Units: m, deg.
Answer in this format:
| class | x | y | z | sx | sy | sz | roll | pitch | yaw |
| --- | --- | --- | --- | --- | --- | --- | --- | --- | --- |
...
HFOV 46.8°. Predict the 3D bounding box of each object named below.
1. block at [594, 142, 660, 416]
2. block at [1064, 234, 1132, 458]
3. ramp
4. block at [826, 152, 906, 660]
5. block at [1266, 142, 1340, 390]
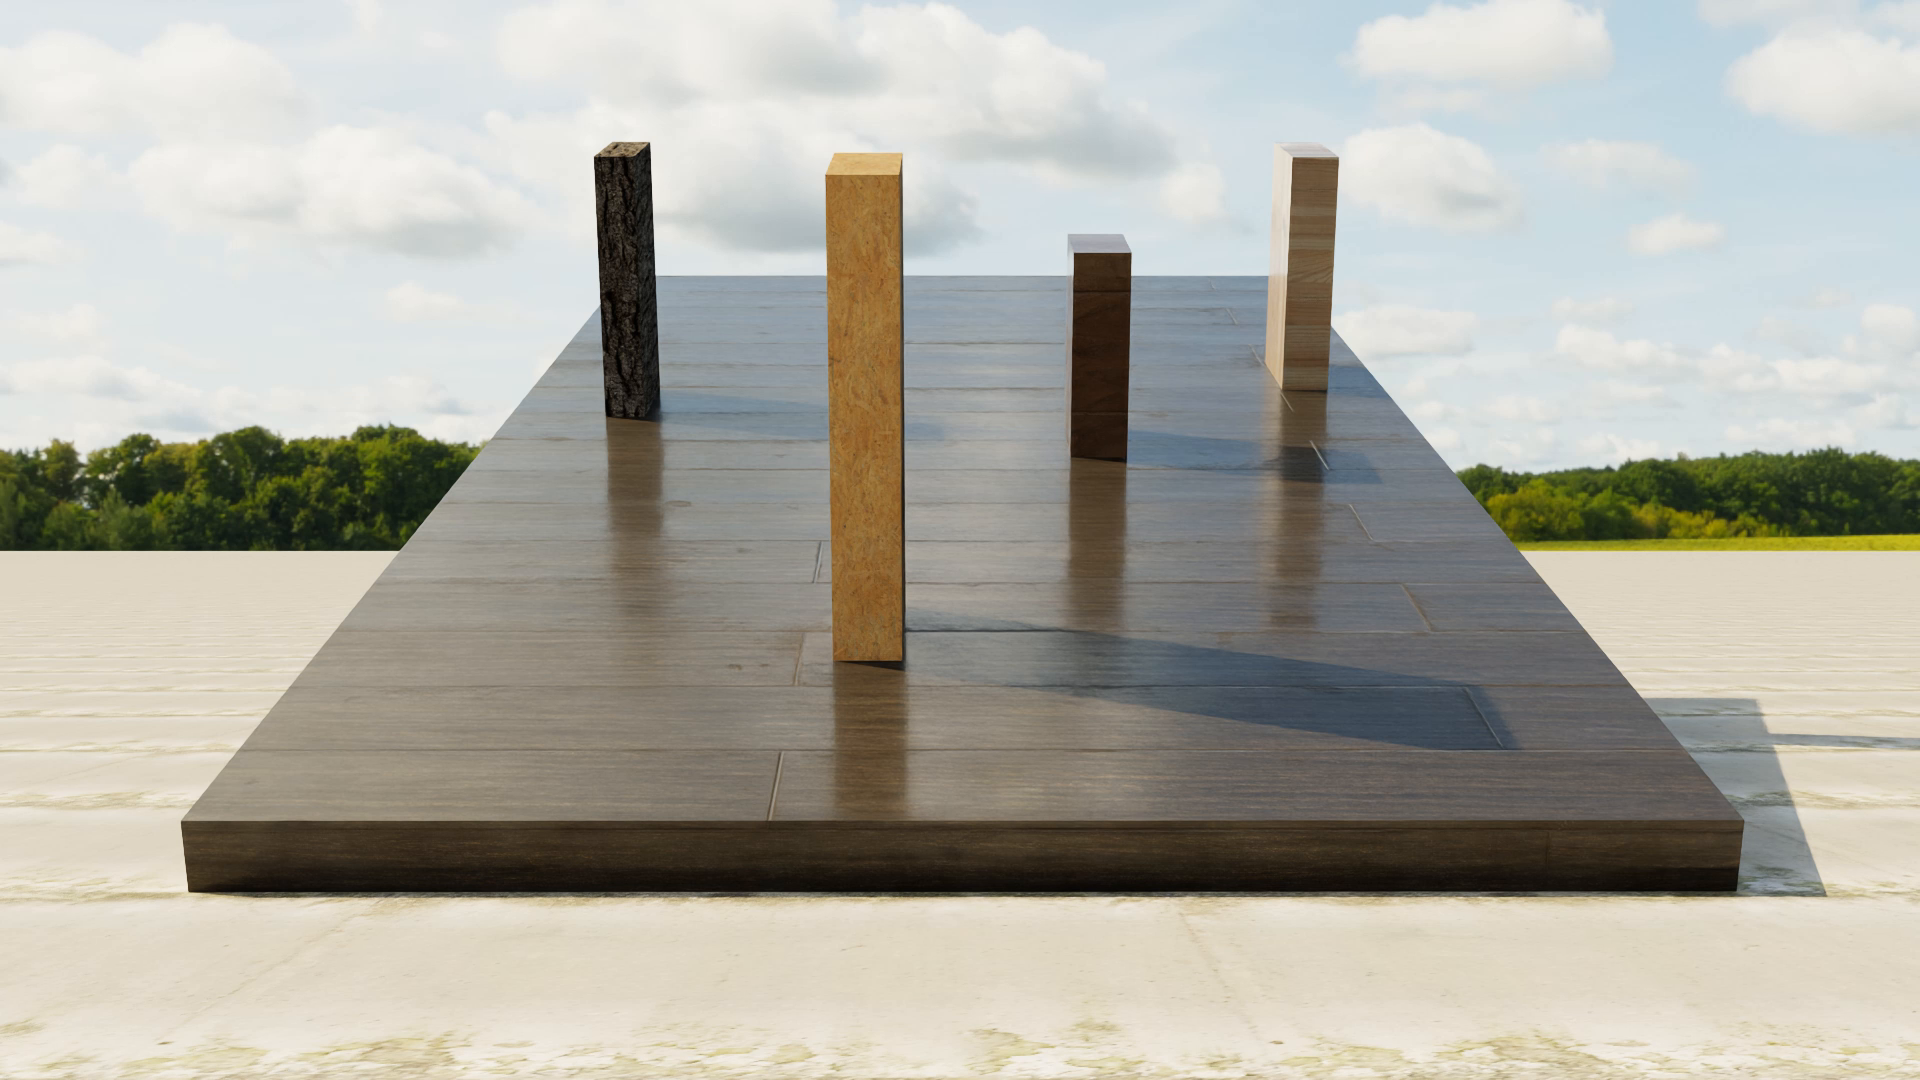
| class | x | y | z | sx | sy | sz | roll | pitch | yaw |
| --- | --- | --- | --- | --- | --- | --- | --- | --- | --- |
| block | -0.745 | -0.589 | 4.983 | 0.086 | 0.575 | 0.277 | 0 | 17 | 0 |
| block | 0.287 | -0.411 | 4.654 | 0.118 | 0.426 | 0.244 | 0 | 17 | 0 |
| ramp | -0.003 | -0.170 | 4.766 | 2.000 | 0.100 | 4.000 | 0 | 17 | 0 |
| block | -0.142 | -0.208 | 3.429 | 0.106 | 0.744 | 0.262 | 0 | 17 | 0 |
| block | 0.808 | -0.654 | 5.262 | 0.106 | 0.541 | 0.296 | 0 | 17 | 0 |
